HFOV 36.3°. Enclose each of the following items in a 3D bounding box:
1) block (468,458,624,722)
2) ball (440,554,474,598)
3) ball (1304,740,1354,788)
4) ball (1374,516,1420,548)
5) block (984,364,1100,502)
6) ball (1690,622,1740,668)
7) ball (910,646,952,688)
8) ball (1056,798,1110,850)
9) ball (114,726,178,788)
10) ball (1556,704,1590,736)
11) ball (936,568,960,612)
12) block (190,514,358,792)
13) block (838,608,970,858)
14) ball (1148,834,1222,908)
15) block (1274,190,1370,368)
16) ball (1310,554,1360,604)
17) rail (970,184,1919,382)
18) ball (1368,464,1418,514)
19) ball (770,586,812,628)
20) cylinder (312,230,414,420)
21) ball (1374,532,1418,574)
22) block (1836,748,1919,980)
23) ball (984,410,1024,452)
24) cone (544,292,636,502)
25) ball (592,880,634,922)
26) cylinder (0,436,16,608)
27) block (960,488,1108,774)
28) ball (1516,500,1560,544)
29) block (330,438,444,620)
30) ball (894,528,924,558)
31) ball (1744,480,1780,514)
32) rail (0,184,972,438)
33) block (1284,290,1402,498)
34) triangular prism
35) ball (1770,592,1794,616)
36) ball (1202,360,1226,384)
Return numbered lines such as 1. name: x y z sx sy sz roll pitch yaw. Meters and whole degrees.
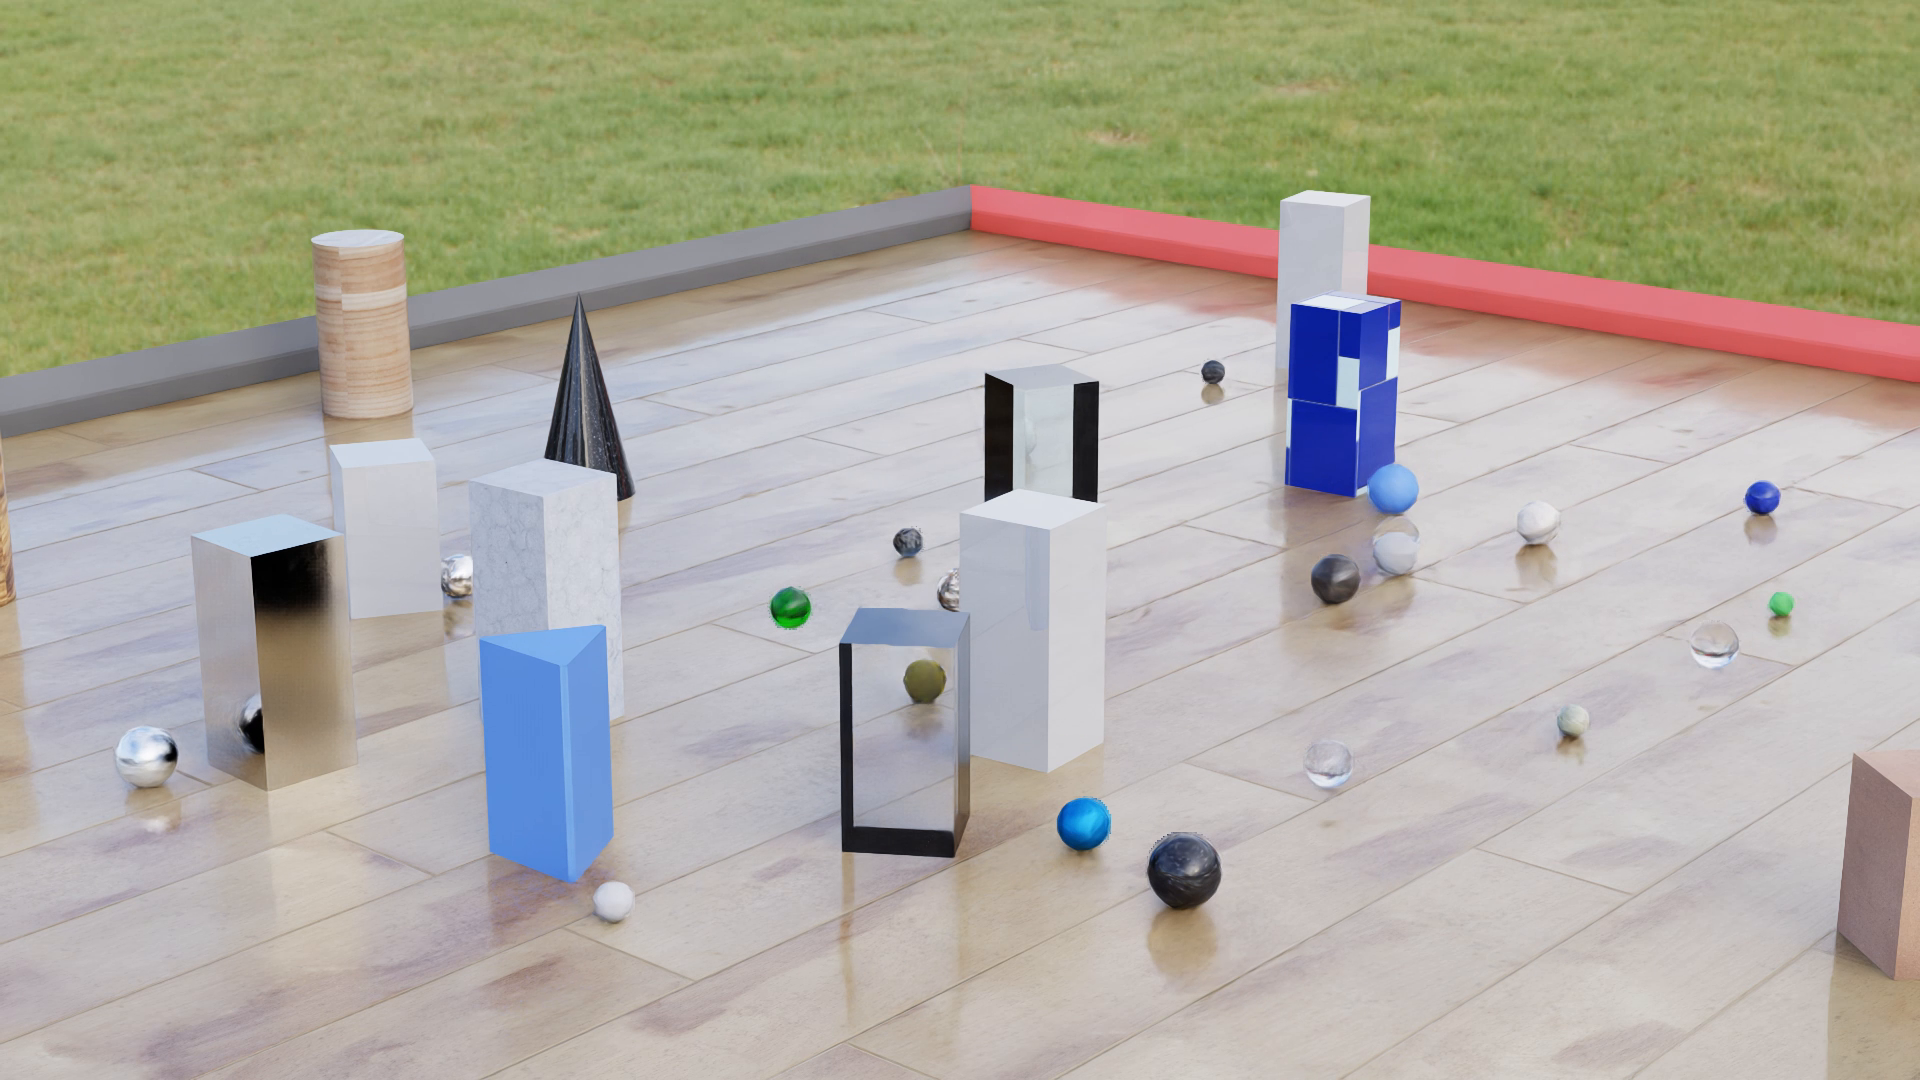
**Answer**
1. block: -0.630 0.090 4.478 0.157 0.388 0.157 12 21 35
2. ball: -0.871 0.063 5.097 0.077 0.077 0.077 0 17 0
3. ball: 0.535 0.324 4.250 0.071 0.071 0.071 0 17 0
4. ball: 0.791 -0.002 5.310 0.084 0.084 0.084 0 17 0
5. block: 0.152 -0.163 5.482 0.157 0.293 0.157 -8 19 -26
6. ball: 1.223 0.170 4.751 0.077 0.077 0.077 0 17 0
7. ball: -0.047 0.203 4.660 0.067 0.067 0.067 0 17 0
8. ball: 0.169 0.391 4.029 0.072 0.072 0.072 0 17 0
9. ball: -1.180 0.314 4.253 0.090 0.090 0.090 0 17 0
10. ball: 0.932 0.274 4.456 0.049 0.049 0.049 0 17 0
11. ball: -0.001 0.088 5.018 0.080 0.080 0.080 0 17 0
12. block: -1.003 0.162 4.294 0.157 0.356 0.157 16 23 42
13. block: -0.074 0.264 4.048 0.157 0.303 0.157 2 17 8
14. ball: 0.295 0.434 3.841 0.098 0.098 0.098 0 17 0
15. block: 0.834 -0.593 6.743 0.157 0.389 0.157 9 19 28
16. ball: 0.650 0.067 5.077 0.086 0.086 0.086 0 17 0
17. rail: 1.688 -0.529 6.981 4.433 0.127 0.045 14 22 39
18. ball: 0.829 -0.098 5.607 0.096 0.096 0.096 0 17 0
19. ball: -0.286 0.114 4.949 0.070 0.070 0.070 0 17 0
20. cylinder: -1.291 -0.466 6.340 0.196 0.378 0.196 0 17 0
21. ball: 0.777 0.023 5.228 0.078 0.078 0.078 0 17 0
22. block: 1.222 0.404 3.688 0.157 0.244 0.157 -3 17 -10
23. ball: 0.091 -0.225 6.051 0.084 0.084 0.084 0 17 0
24. cone: -0.734 -0.287 5.704 0.196 0.403 0.196 0 17 0
25. ball: -0.450 0.469 3.803 0.053 0.053 0.053 0 17 0
26. cylinder: -1.744 -0.113 5.037 0.196 0.455 0.196 0 17 0
27. block: 0.108 0.133 4.362 0.157 0.374 0.157 11 20 33
28. ball: 1.068 -0.032 5.418 0.080 0.080 0.080 0 17 0
29. block: -0.990 -0.022 5.058 0.157 0.267 0.157 -6 18 -19
30. ball: -0.094 0.004 5.342 0.054 0.054 0.054 0 17 0
31. ball: 1.535 -0.082 5.605 0.066 0.066 0.066 0 17 0
32. rail: -1.656 -0.383 6.497 0.045 0.127 5.197 14 22 39
33. block: 0.754 -0.290 5.776 0.157 0.366 0.157 12 21 35
34. triangular prism: -0.534 0.280 3.988 0.169 0.308 0.147 14 22 39
35. ball: 1.406 0.109 5.016 0.042 0.042 0.042 0 17 0
36. ball: 0.572 -0.379 6.614 0.053 0.053 0.053 0 17 0
